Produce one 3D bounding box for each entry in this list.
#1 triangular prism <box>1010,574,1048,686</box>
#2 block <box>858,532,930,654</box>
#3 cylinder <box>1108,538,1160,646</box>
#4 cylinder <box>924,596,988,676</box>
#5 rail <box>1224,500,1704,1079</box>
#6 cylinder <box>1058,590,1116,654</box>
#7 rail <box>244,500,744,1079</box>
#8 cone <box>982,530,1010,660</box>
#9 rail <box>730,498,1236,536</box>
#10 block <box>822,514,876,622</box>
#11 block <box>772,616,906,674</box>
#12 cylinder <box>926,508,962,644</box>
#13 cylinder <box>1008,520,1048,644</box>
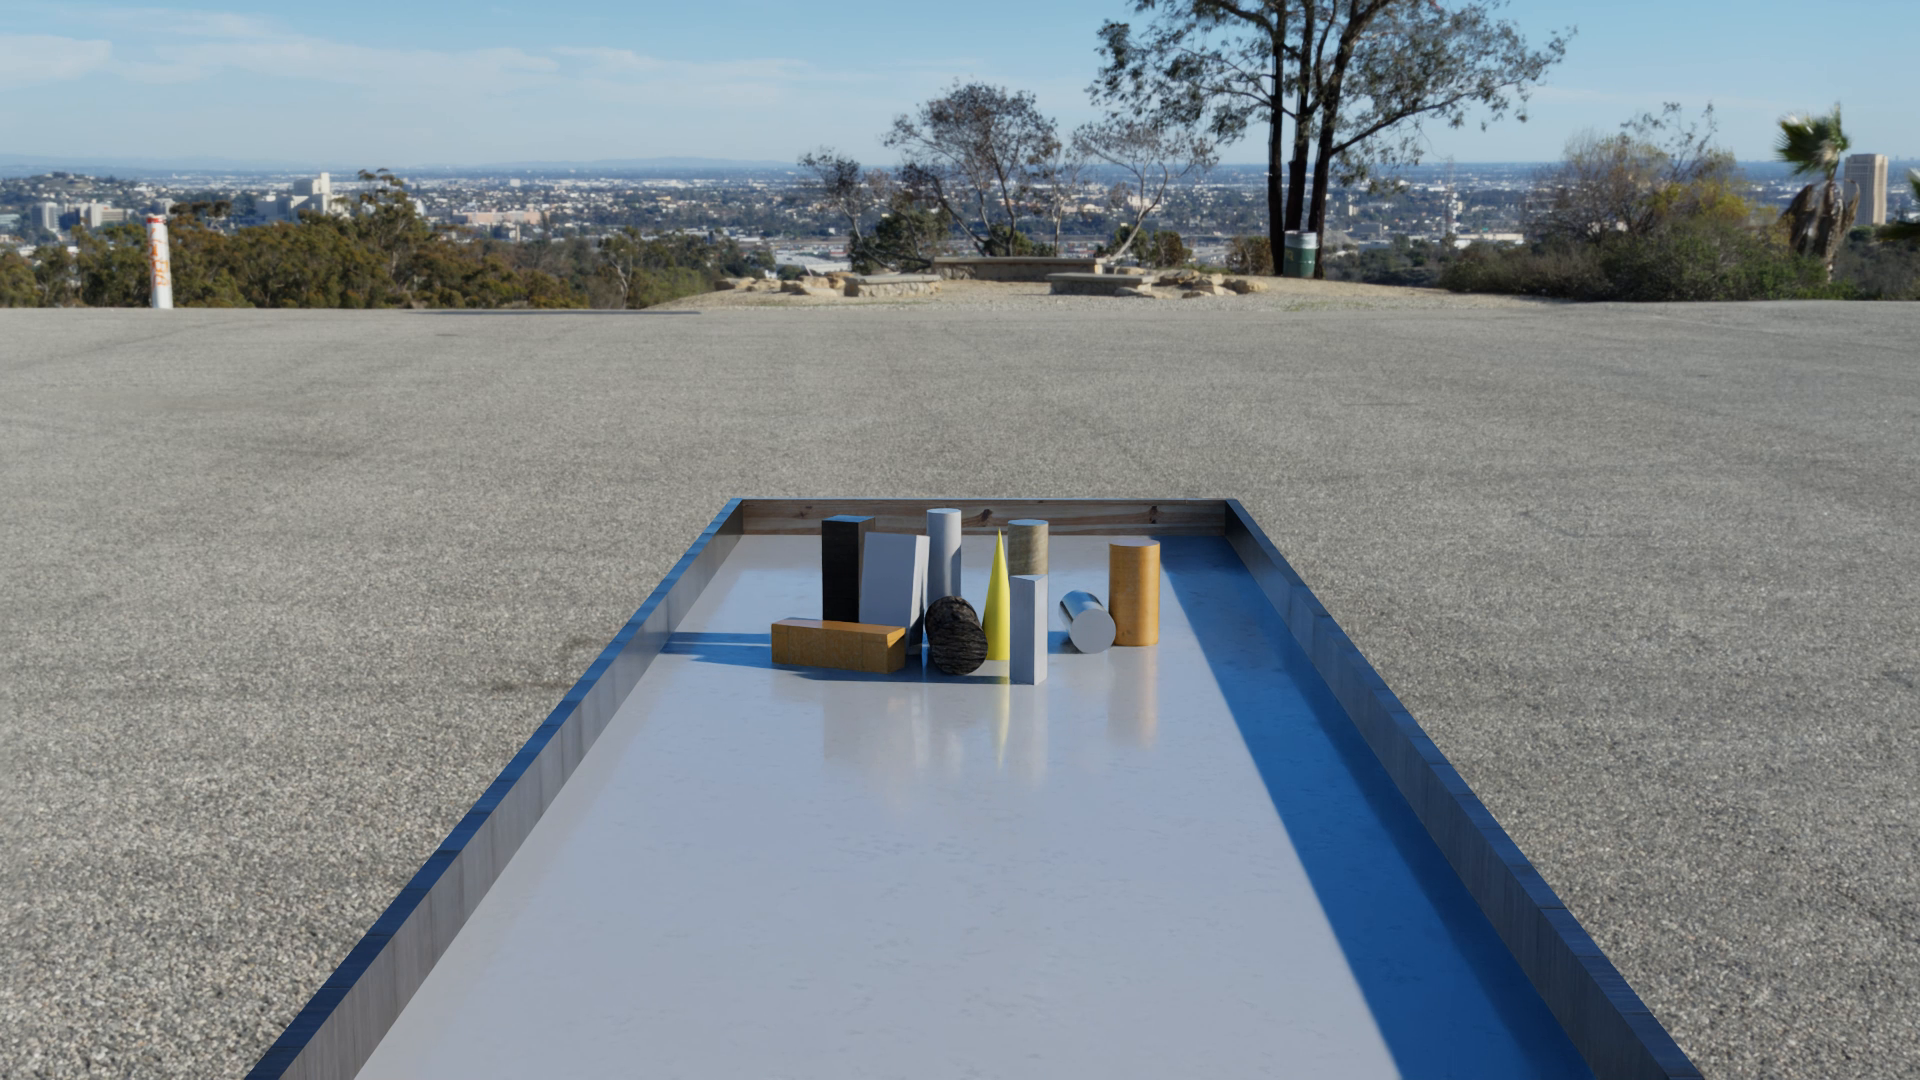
[{"bbox_3d":[0.218,0.257,6.408,0.097,0.306,0.111,-8,12,-41],"label":"triangular prism"},{"bbox_3d":[-0.203,0.163,6.742,0.162,0.361,0.162,4,-1,14],"label":"block"},{"bbox_3d":[0.550,0.165,6.950,0.161,0.319,0.161,0,9,0],"label":"cylinder"},{"bbox_3d":[-0.015,0.287,6.671,0.167,0.167,0.390,-1,9,-4],"label":"cylinder"},{"bbox_3d":[1.046,0.843,3.208,0.050,0.150,12.000,0,9,1],"label":"rail"},{"bbox_3d":[0.399,0.255,6.943,0.142,0.142,0.334,-1,9,-4],"label":"cylinder"},{"bbox_3d":[-1.004,0.839,3.234,0.050,0.150,12.000,0,9,1],"label":"rail"},{"bbox_3d":[0.119,0.158,6.732,0.136,0.401,0.136,0,9,0],"label":"cone"},{"bbox_3d":[0.099,-0.098,9.147,2.100,0.150,0.050,0,9,1],"label":"rail"},{"bbox_3d":[-0.351,0.126,6.961,0.127,0.392,0.127,4,10,22],"label":"block"},{"bbox_3d":[-0.368,0.317,6.631,0.392,0.119,0.119,4,10,24],"label":"block"},{"bbox_3d":[-0.051,0.115,6.946,0.109,0.419,0.109,0,9,0],"label":"cylinder"},{"bbox_3d":[0.214,0.134,6.937,0.129,0.384,0.129,0,9,0],"label":"cylinder"}]
